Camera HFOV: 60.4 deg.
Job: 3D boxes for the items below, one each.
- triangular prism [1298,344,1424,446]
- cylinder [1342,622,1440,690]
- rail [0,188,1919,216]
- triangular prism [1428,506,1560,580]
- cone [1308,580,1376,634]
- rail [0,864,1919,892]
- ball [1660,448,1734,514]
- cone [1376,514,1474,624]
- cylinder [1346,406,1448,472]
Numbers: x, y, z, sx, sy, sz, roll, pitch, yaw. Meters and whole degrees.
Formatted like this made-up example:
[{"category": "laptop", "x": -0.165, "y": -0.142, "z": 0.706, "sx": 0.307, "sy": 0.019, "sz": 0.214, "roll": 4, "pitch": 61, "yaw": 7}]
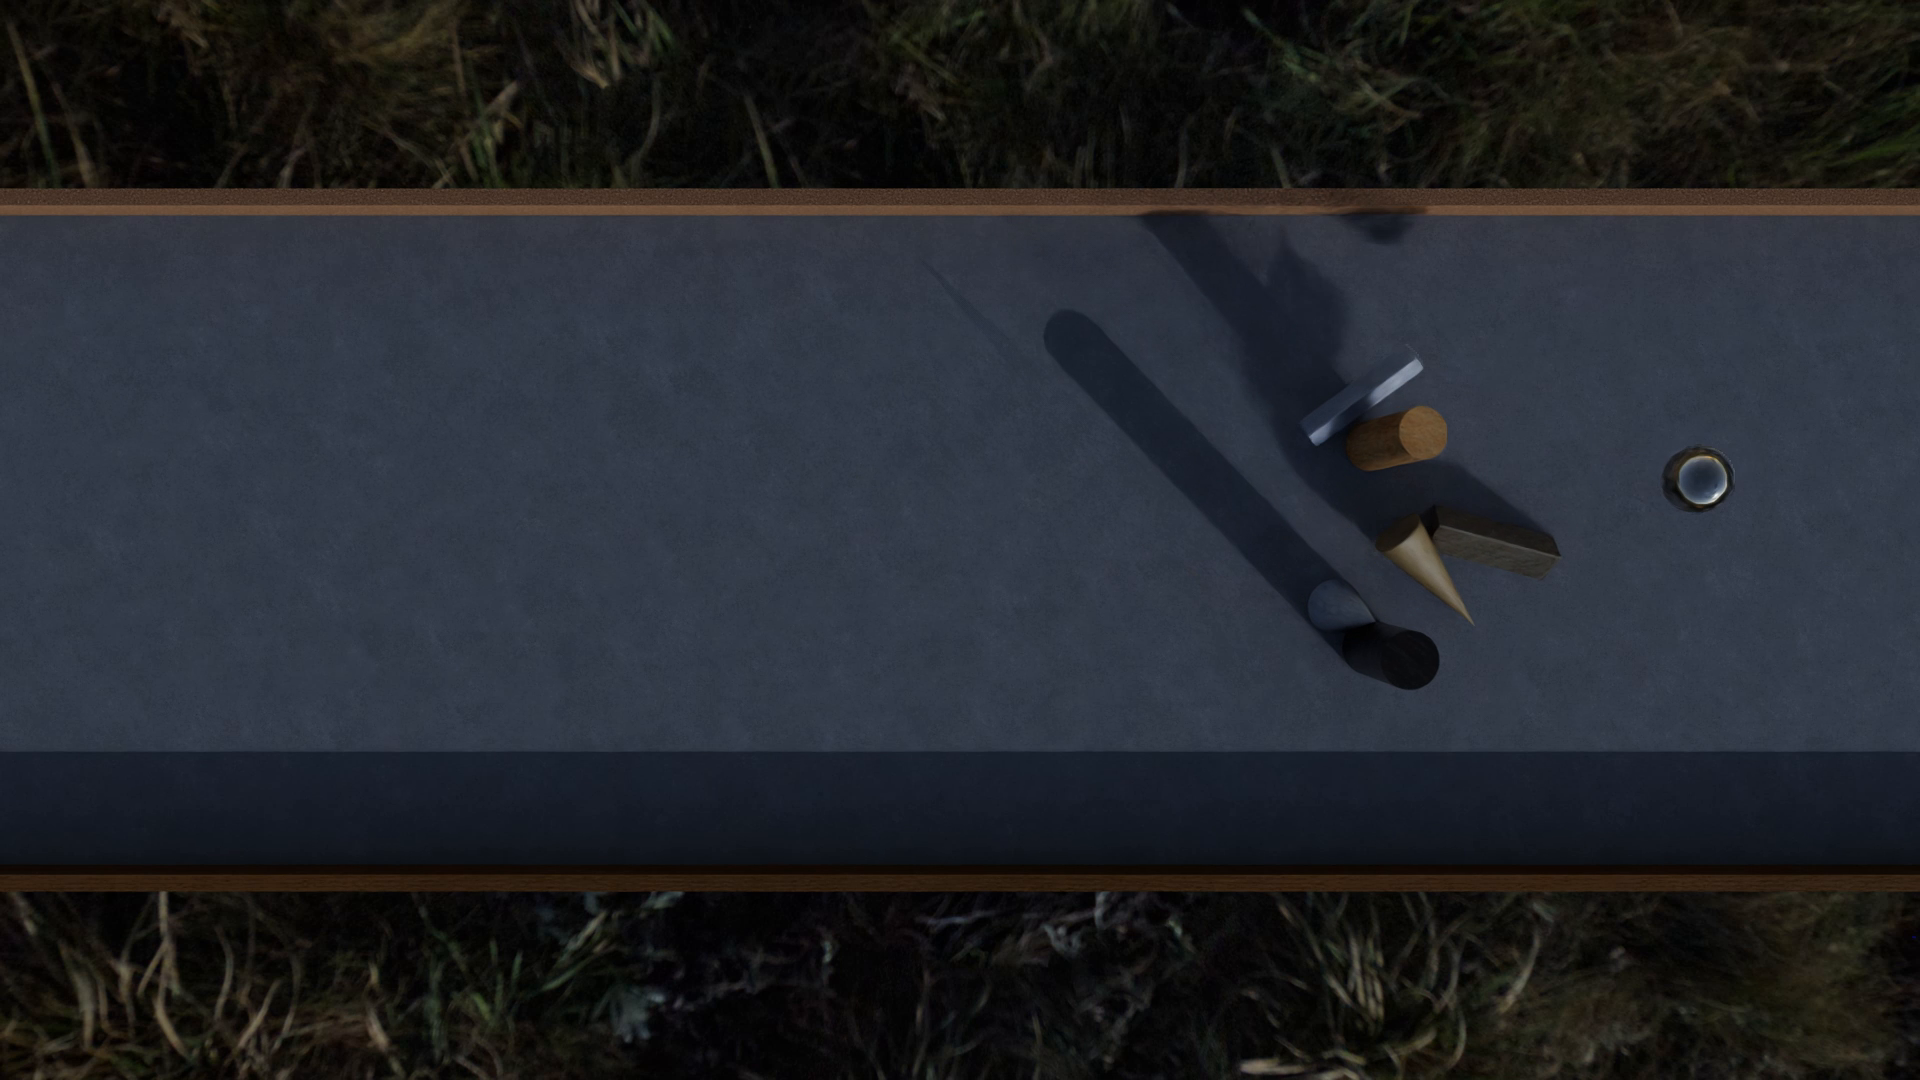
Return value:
[{"category": "triangular prism", "x": 1.214, "y": -0.434, "z": 4.990, "sx": 0.392, "sy": 0.080, "sz": 0.093, "roll": -37, "pitch": 89, "yaw": 13}, {"category": "cylinder", "x": 1.267, "y": 0.336, "z": 4.870, "sx": 0.168, "sy": 0.407, "sz": 0.168, "roll": 0, "pitch": 91, "yaw": -2}, {"category": "rail", "x": -2.247, "y": -1.025, "z": 5.002, "sx": 12.000, "sy": 0.150, "sz": 0.050, "roll": 0, "pitch": 90, "yaw": 0}, {"category": "triangular prism", "x": 1.623, "y": 0.006, "z": 5.014, "sx": 0.378, "sy": 0.118, "sz": 0.136, "roll": 15, "pitch": 90, "yaw": 0}, {"category": "cone", "x": 1.166, "y": 0.218, "z": 4.874, "sx": 0.169, "sy": 0.388, "sz": 0.169, "roll": 0, "pitch": 94, "yaw": -4}, {"category": "rail", "x": -2.247, "y": 1.025, "z": 5.001, "sx": 12.000, "sy": 0.150, "sz": 0.050, "roll": 0, "pitch": 90, "yaw": 0}, {"category": "ball", "x": 2.083, "y": -0.169, "z": 4.662, "sx": 0.188, "sy": 0.188, "sz": 0.188, "roll": 0, "pitch": 90, "yaw": 0}, {"category": "cone", "x": 1.456, "y": 0.122, "z": 5.034, "sx": 0.162, "sy": 0.162, "sz": 0.400, "roll": -42, "pitch": 102, "yaw": 0}, {"category": "cylinder", "x": 1.291, "y": -0.298, "z": 4.894, "sx": 0.153, "sy": 0.339, "sz": 0.153, "roll": 1, "pitch": 86, "yaw": -13}]
